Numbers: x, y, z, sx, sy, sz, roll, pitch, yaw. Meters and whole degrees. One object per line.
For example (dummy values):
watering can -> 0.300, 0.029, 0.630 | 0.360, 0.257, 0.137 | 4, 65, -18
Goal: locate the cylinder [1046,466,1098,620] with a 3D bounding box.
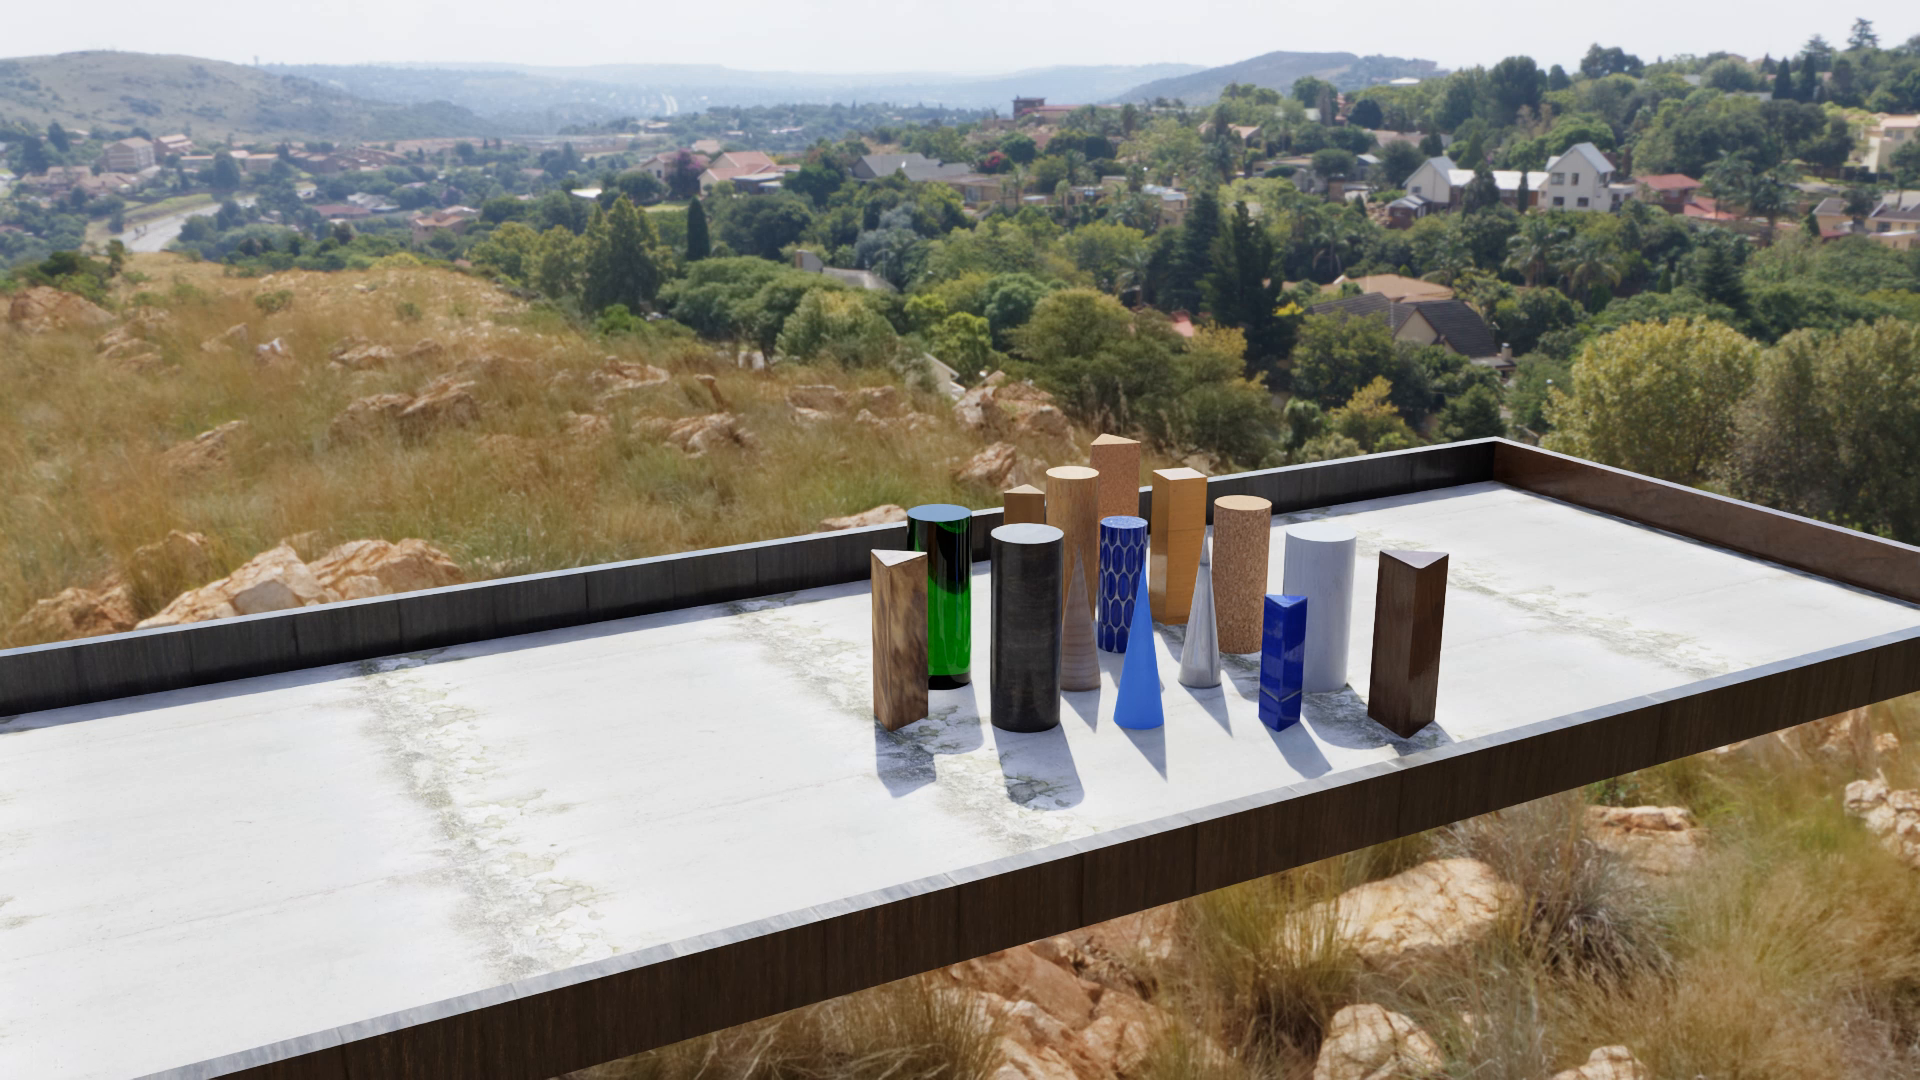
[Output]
cylinder -> 0.307, 0.016, 4.563 | 0.143, 0.417, 0.143 | 0, 16, 0

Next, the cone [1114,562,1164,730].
cone -> 0.423, 0.233, 3.850 | 0.121, 0.401, 0.121 | 0, 16, 0

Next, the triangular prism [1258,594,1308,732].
triangular prism -> 0.741, 0.281, 3.853 | 0.084, 0.307, 0.096 | 14, 21, 40

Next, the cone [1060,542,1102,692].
cone -> 0.291, 0.181, 4.086 | 0.129, 0.369, 0.129 | 0, 16, 0

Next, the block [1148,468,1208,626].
block -> 0.600, 0.018, 4.559 | 0.111, 0.415, 0.111 | -5, 17, -18

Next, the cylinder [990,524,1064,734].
cylinder -> 0.154, 0.205, 3.844 | 0.167, 0.459, 0.167 | 0, 16, 0

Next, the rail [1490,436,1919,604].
rail -> 2.466, -0.048, 5.253 | 0.050, 0.150, 2.100 | -9, 18, -27

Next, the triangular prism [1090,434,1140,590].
triangular prism -> 0.436, -0.085, 4.866 | 0.148, 0.439, 0.128 | -3, 17, -11

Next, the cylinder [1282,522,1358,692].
cylinder -> 0.887, 0.166, 4.100 | 0.172, 0.389, 0.172 | 0, 16, 0

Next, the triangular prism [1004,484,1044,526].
triangular prism -> 0.171, 0.071, 4.357 | 0.104, 0.427, 0.090 | 2, 16, 6

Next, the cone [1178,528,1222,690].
cone -> 0.603, 0.157, 4.090 | 0.110, 0.412, 0.110 | 0, 16, 0

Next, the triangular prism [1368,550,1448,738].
triangular prism -> 1.024, 0.232, 3.837 | 0.133, 0.411, 0.154 | 13, 21, 38

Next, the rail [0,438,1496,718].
rail -> -3.305, 0.497, 3.399 | 12.000, 0.150, 0.050 | -9, 18, -27

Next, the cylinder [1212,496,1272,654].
cylinder -> 0.736, 0.091, 4.348 | 0.147, 0.393, 0.147 | 0, 16, 0

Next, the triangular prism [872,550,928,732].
triangular prism -> -0.163, 0.227, 3.864 | 0.115, 0.404, 0.133 | 14, 21, 39

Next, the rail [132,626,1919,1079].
rail -> -2.336, 1.006, 1.665 | 12.000, 0.150, 0.050 | -9, 18, -27

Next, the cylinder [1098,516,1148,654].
cylinder -> 0.428, 0.117, 4.350 | 0.122, 0.342, 0.122 | 0, 16, 0

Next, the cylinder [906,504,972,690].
cylinder -> -0.051, 0.141, 4.101 | 0.160, 0.435, 0.160 | 0, 16, 0
